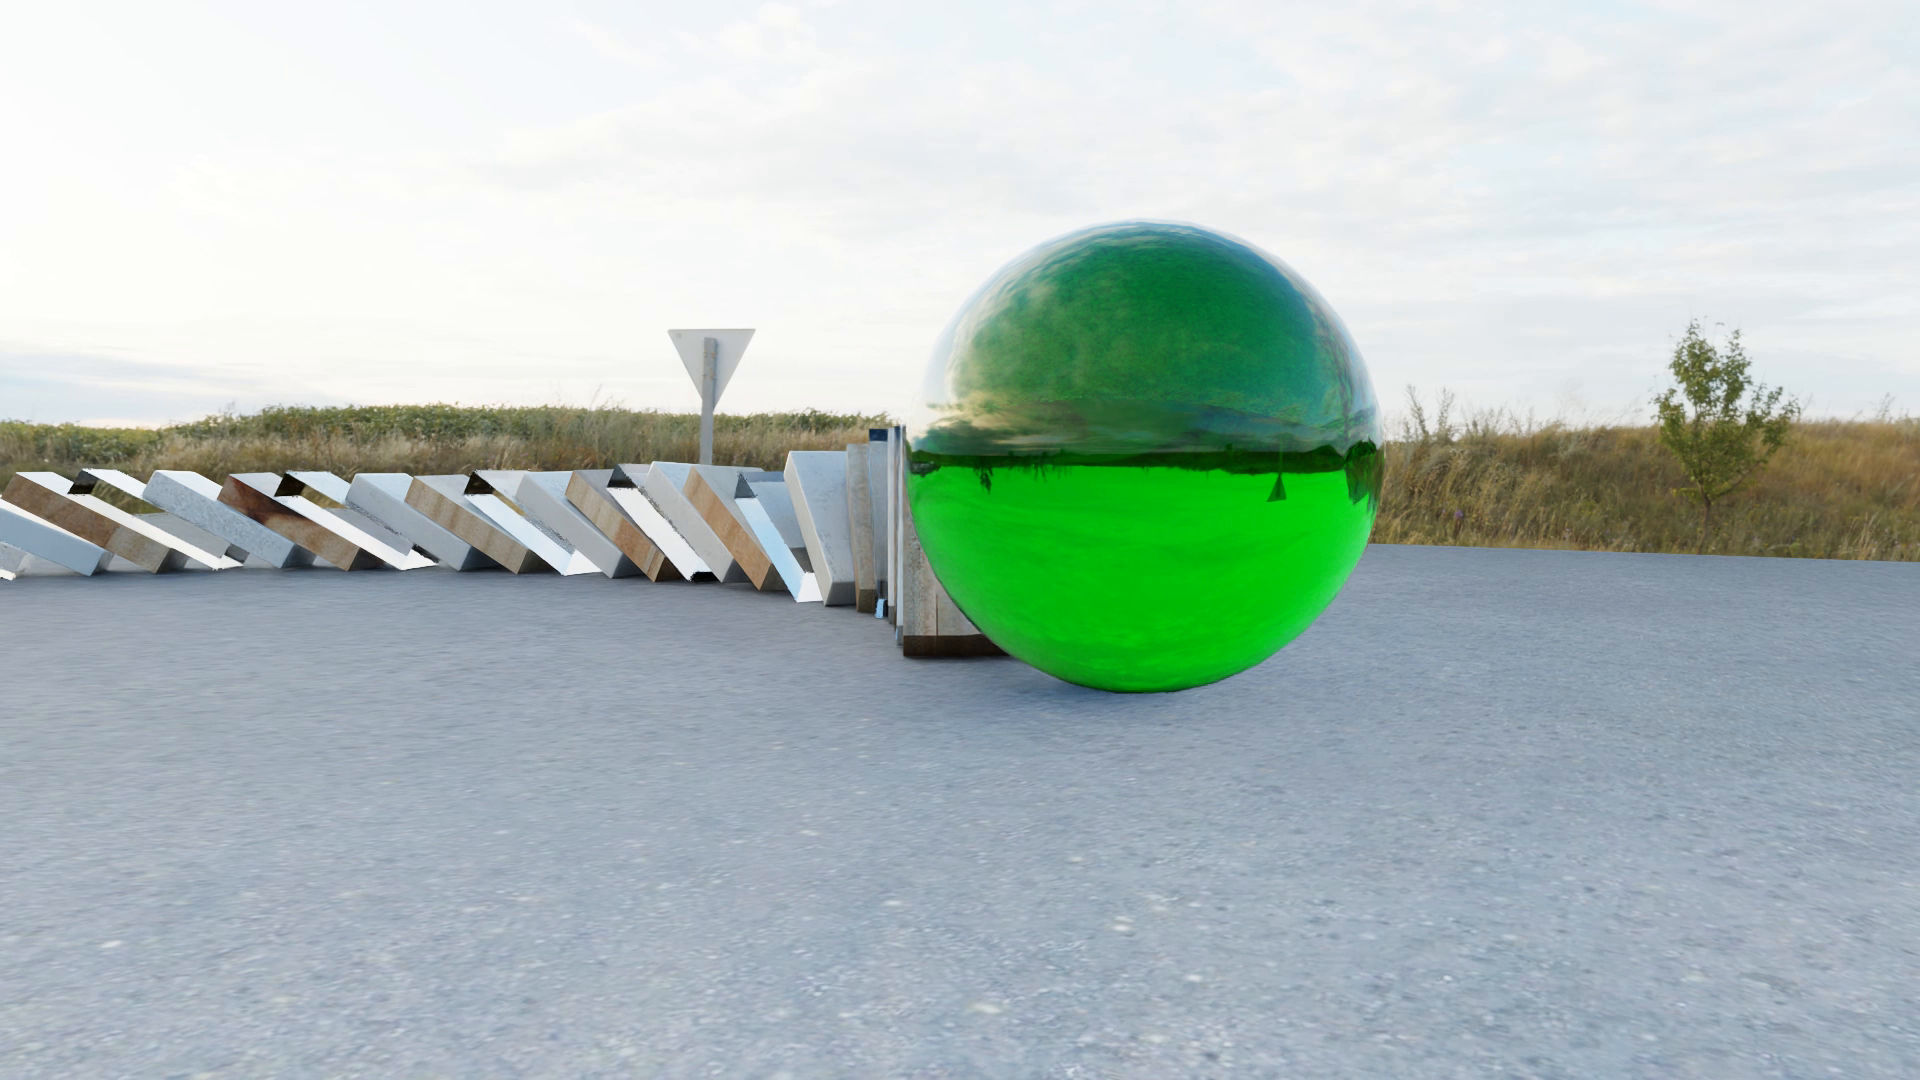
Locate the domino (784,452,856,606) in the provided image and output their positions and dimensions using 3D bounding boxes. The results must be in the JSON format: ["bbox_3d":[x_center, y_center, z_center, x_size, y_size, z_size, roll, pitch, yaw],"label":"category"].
[{"bbox_3d":[-0.030,-0.004,0.353,0.025,0.009,0.050,-2,46,-24],"label":"domino"}]

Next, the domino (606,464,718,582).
[{"bbox_3d":[-0.087,-0.006,0.406,0.050,0.009,0.025,43,26,30],"label":"domino"}]

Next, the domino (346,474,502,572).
[{"bbox_3d":[-0.181,-0.007,0.440,0.050,0.009,0.025,30,10,12],"label":"domino"}]

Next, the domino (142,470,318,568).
[{"bbox_3d":[-0.246,-0.007,0.436,0.050,0.009,0.025,29,-1,-5],"label":"domino"}]

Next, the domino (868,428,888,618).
[{"bbox_3d":[-0.010,-0.005,0.325,0.025,0.050,0.009,-1,-31,-8],"label":"domino"}]

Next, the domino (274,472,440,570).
[{"bbox_3d":[-0.204,-0.007,0.439,0.050,0.009,0.025,29,5,3],"label":"domino"}]

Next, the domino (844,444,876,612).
[{"bbox_3d":[-0.016,-0.004,0.339,0.025,0.050,0.010,-1,-40,-10],"label":"domino"}]

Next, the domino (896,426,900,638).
[{"bbox_3d":[-0.002,-0.002,0.289,0.025,0.050,0.010,0,-31,-3],"label":"domino"}]

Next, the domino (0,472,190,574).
[{"bbox_3d":[-0.284,-0.006,0.424,0.050,0.010,0.025,29,-3,-13],"label":"domino"}]

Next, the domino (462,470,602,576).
[{"bbox_3d":[-0.139,-0.007,0.431,0.050,0.009,0.025,34,16,20],"label":"domino"}]

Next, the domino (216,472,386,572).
[{"bbox_3d":[-0.223,-0.007,0.439,0.050,0.009,0.025,29,5,0],"label":"domino"}]

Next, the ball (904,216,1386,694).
[{"bbox_3d":[0.030,-0.014,0.219,0.080,0.080,0.080,0,4,0],"label":"ball"}]

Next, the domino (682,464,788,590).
[{"bbox_3d":[-0.060,-0.004,0.382,0.025,0.009,0.050,0,36,-44],"label":"domino"}]

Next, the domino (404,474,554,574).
[{"bbox_3d":[-0.160,-0.006,0.435,0.050,0.010,0.025,30,12,14],"label":"domino"}]

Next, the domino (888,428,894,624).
[{"bbox_3d":[-0.005,-0.004,0.312,0.025,0.050,0.010,0,-31,-3],"label":"domino"}]

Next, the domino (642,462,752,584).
[{"bbox_3d":[-0.074,-0.006,0.395,0.025,0.009,0.050,1,35,-48],"label":"domino"}]

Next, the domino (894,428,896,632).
[{"bbox_3d":[-0.003,-0.003,0.301,0.025,0.050,0.009,0,-31,-3],"label":"domino"}]

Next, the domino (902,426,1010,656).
[{"bbox_3d":[0.001,-0.001,0.266,0.025,0.050,0.009,0,-30,-3],"label":"domino"}]

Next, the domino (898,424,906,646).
[{"bbox_3d":[-0.001,-0.002,0.278,0.025,0.050,0.010,1,-31,-2],"label":"domino"}]

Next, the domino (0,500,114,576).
[{"bbox_3d":[-0.302,-0.004,0.413,0.050,0.010,0.025,28,-7,-23],"label":"domino"}]

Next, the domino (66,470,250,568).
[{"bbox_3d":[-0.267,-0.007,0.430,0.050,0.009,0.025,29,-3,-10],"label":"domino"}]

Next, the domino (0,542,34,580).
[{"bbox_3d":[-0.320,-0.003,0.401,0.050,0.009,0.025,27,-9,-28],"label":"domino"}]

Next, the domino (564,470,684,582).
[{"bbox_3d":[-0.102,-0.006,0.414,0.050,0.009,0.025,39,24,27],"label":"domino"}]

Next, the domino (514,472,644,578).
[{"bbox_3d":[-0.120,-0.006,0.423,0.050,0.009,0.025,35,20,24],"label":"domino"}]

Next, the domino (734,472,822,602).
[{"bbox_3d":[-0.044,-0.002,0.367,0.025,0.009,0.050,-3,37,-33],"label":"domino"}]
